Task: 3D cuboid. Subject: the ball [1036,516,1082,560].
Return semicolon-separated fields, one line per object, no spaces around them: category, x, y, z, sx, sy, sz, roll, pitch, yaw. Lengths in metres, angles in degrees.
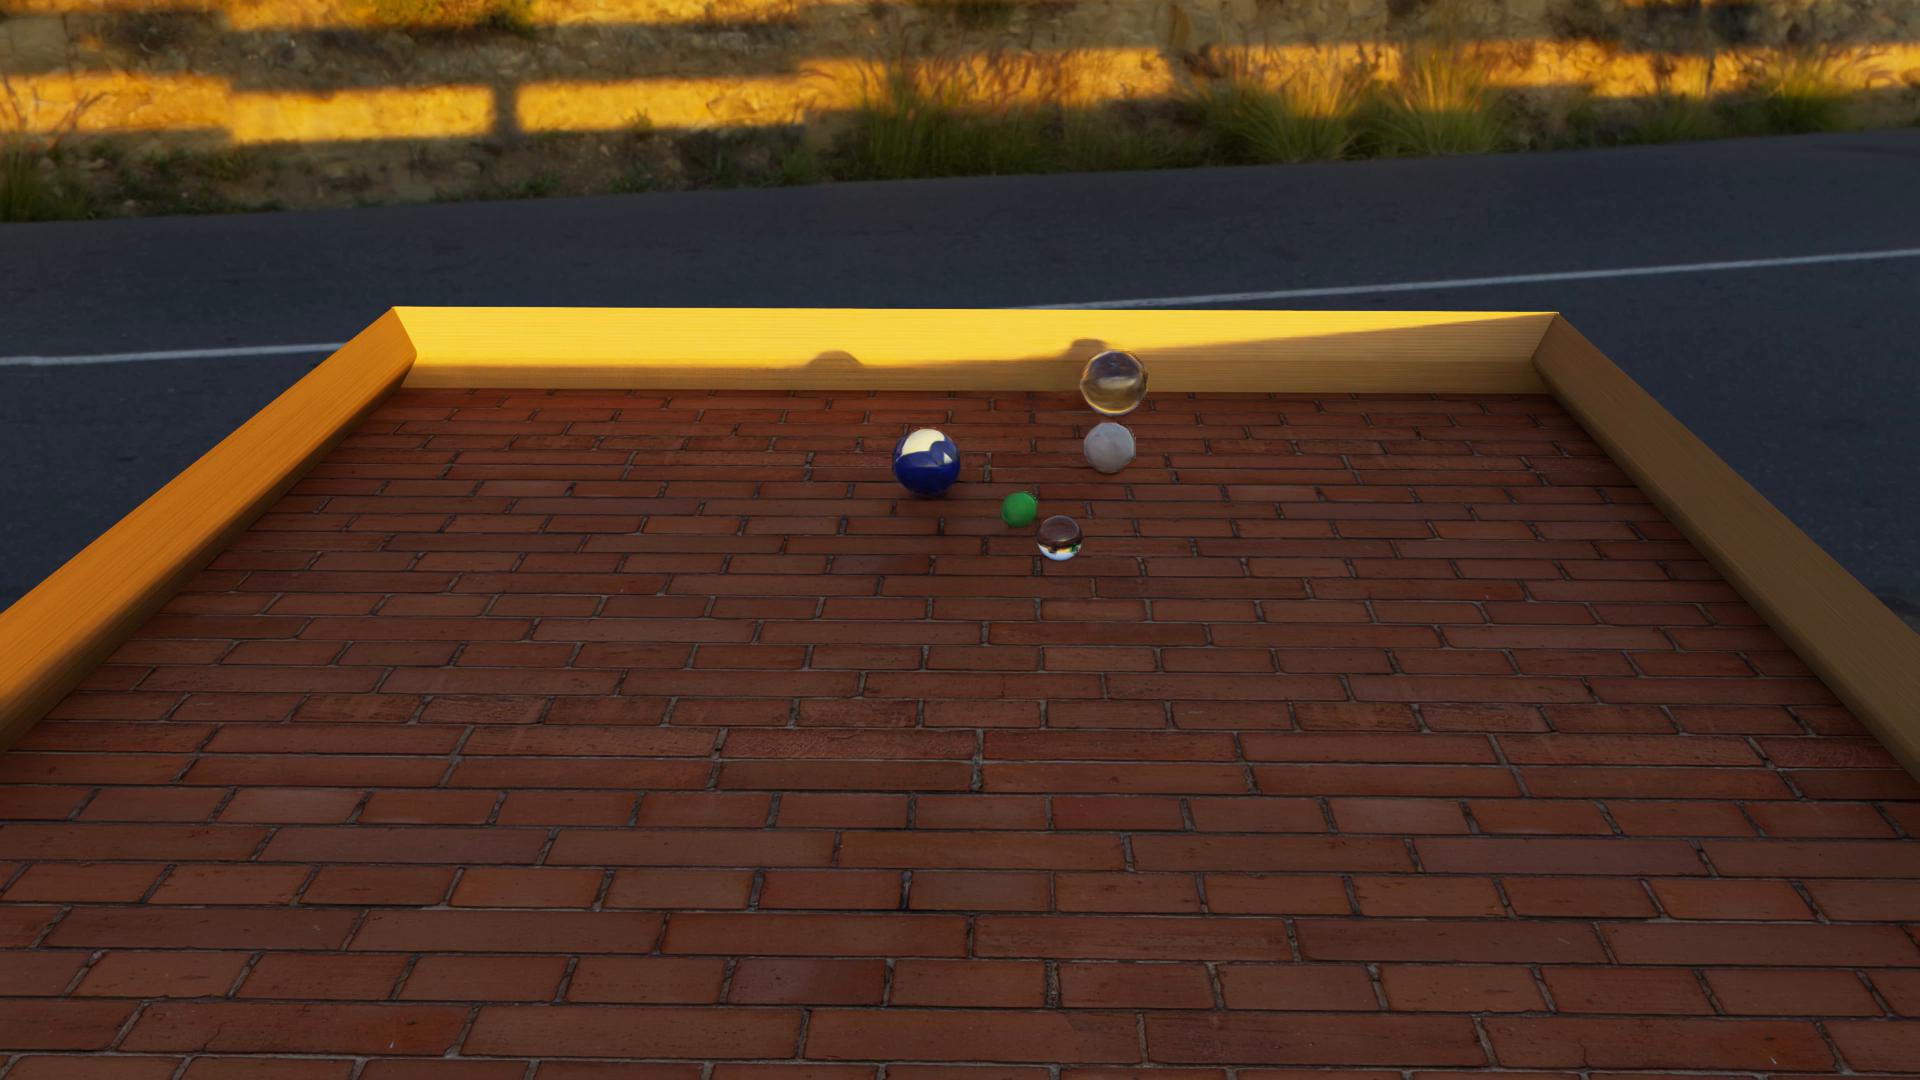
ball;0.120;-0.002;2.651;0.055;0.055;0.055;0;18;0

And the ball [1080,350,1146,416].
ball;0.230;-0.235;3.295;0.098;0.098;0.098;0;18;0

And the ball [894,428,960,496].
ball;-0.043;-0.102;2.905;0.089;0.089;0.089;0;18;0

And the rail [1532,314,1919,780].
rail;0.863;0.241;1.784;0.045;0.128;3.436;0;18;1

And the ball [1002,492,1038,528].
ball;0.075;-0.038;2.777;0.045;0.045;0.045;0;18;0

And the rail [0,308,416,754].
rail;-0.900;0.229;1.821;0.045;0.128;3.436;0;18;1

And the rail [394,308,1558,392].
rail;0.018;-0.290;3.413;1.811;0.128;0.045;0;18;1

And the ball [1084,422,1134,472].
ball;0.204;-0.127;3.010;0.070;0.070;0.070;0;18;0
